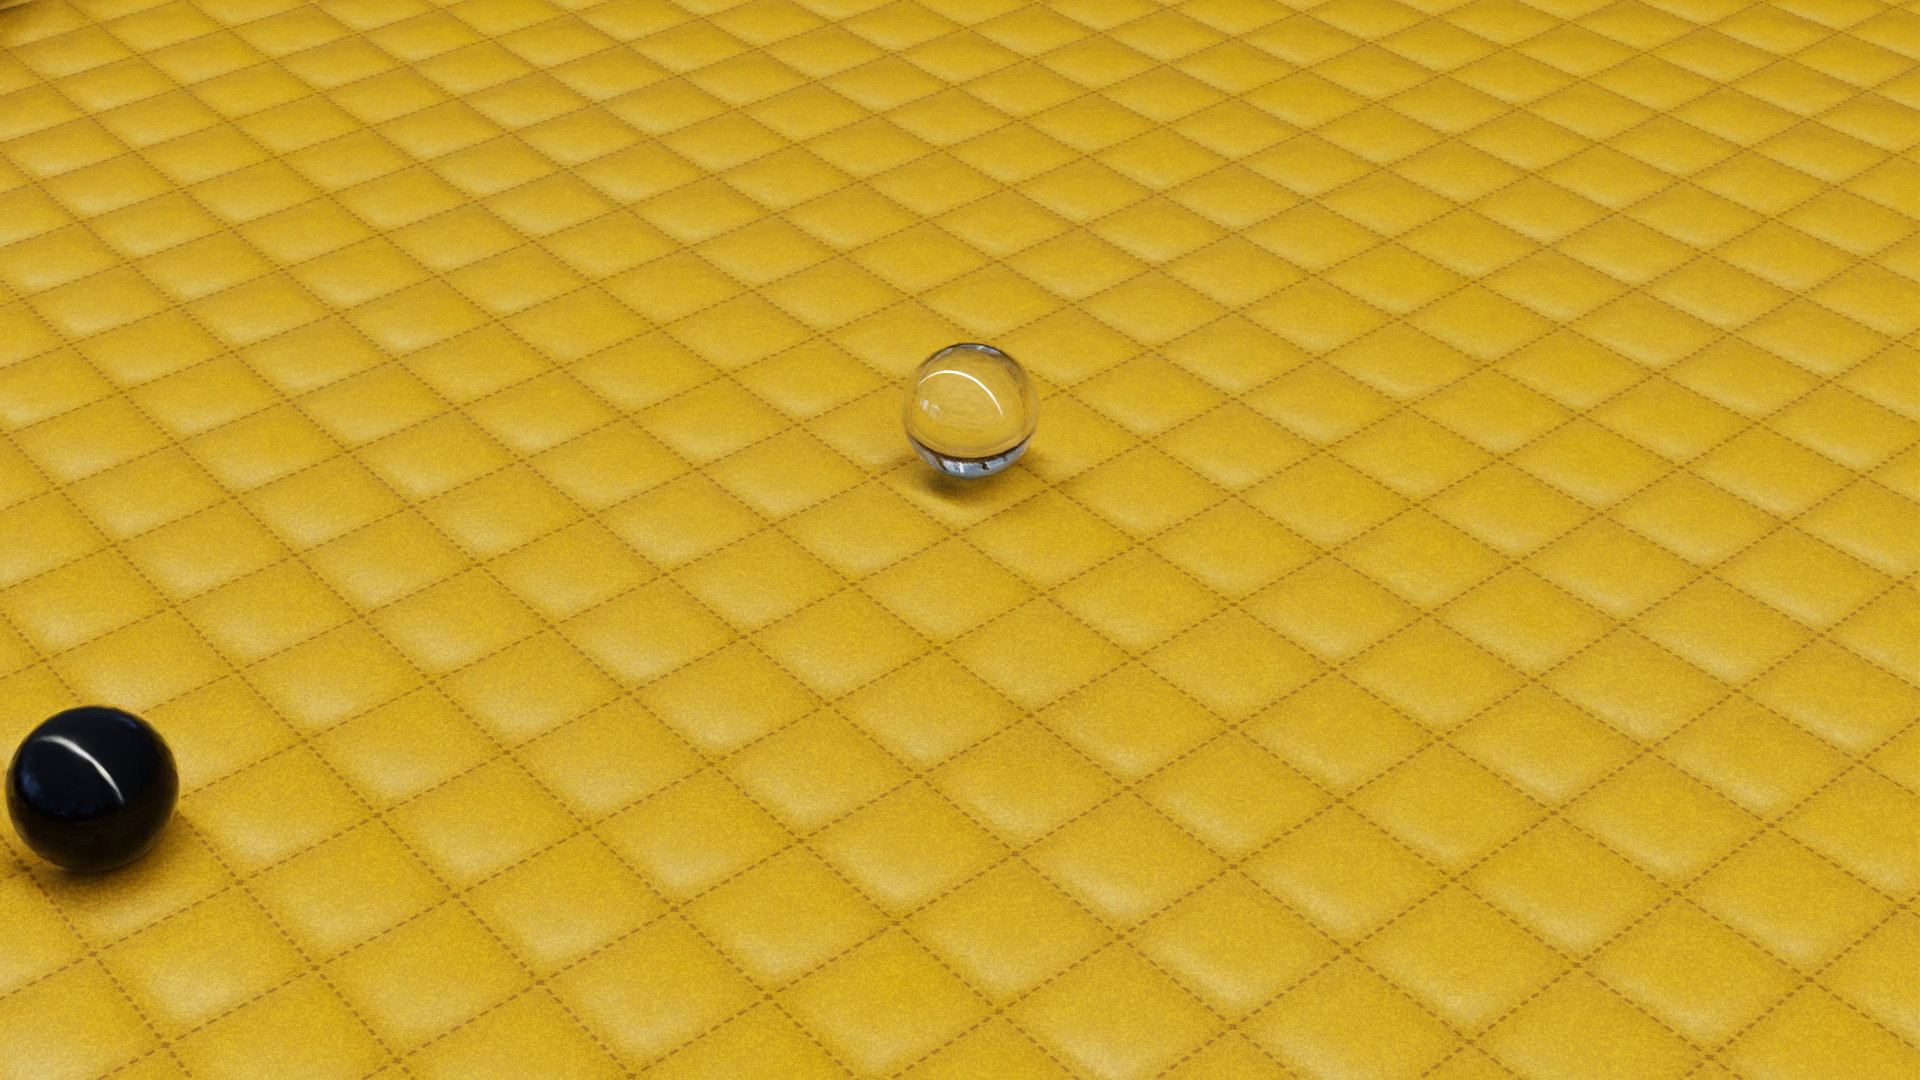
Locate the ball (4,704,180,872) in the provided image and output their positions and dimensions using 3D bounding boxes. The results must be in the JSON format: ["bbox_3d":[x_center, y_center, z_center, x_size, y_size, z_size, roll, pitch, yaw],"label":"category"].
[{"bbox_3d":[-0.491,0.140,1.453,0.094,0.094,0.094,0,36,0],"label":"ball"}]

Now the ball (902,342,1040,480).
[{"bbox_3d":[0.007,-0.090,1.773,0.095,0.095,0.095,0,36,0],"label":"ball"}]
